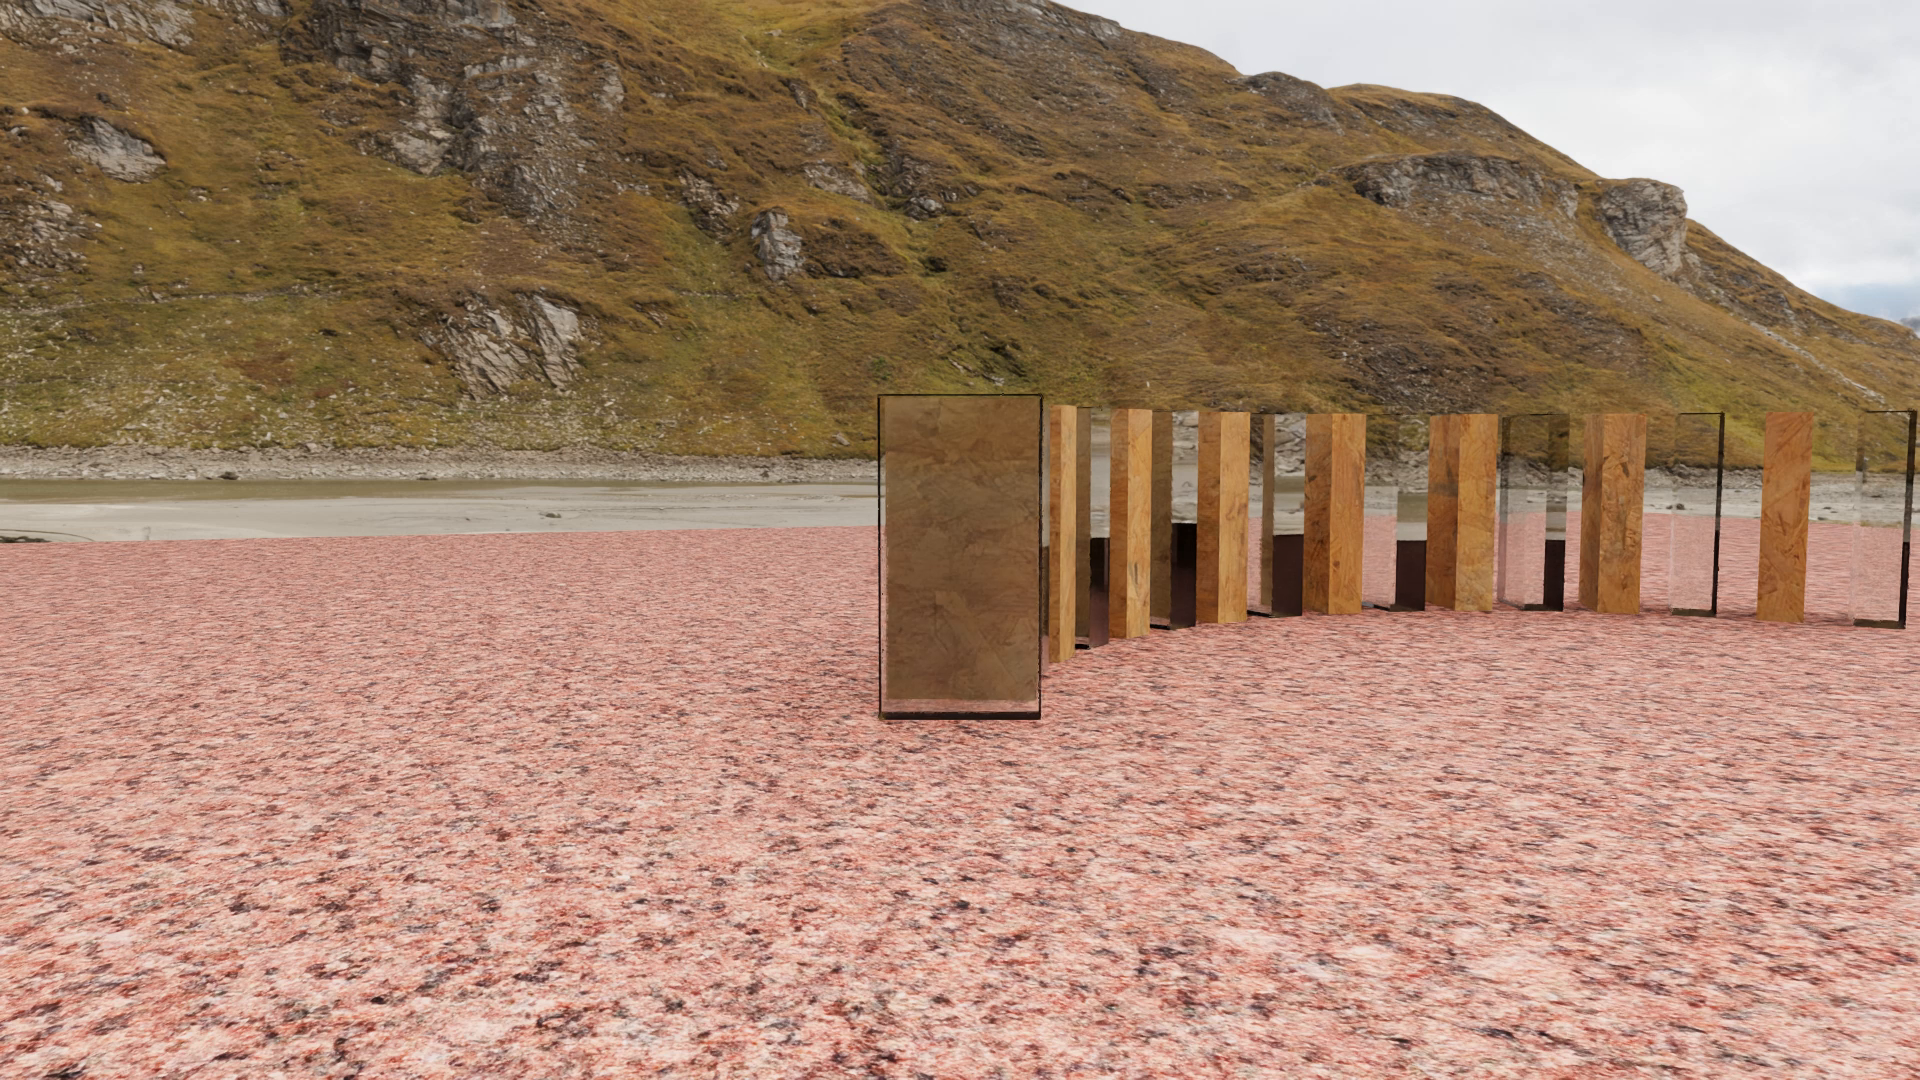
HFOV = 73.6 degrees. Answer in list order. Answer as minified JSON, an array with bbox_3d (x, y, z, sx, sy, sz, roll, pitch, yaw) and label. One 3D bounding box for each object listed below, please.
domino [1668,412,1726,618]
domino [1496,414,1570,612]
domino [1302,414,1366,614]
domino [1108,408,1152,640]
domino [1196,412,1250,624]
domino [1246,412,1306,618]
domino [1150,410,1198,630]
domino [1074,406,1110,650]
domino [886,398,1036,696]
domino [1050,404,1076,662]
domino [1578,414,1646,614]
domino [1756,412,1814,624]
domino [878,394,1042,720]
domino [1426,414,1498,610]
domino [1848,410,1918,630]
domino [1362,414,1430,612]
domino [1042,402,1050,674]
[{"bbox_3d":[0.187,-0.007,0.326,0.010,0.050,0.025,2,5,27],"label":"domino"},{"bbox_3d":[0.150,-0.008,0.337,0.010,0.050,0.025,1,4,8],"label":"domino"},{"bbox_3d":[0.093,-0.007,0.332,0.010,0.050,0.025,-1,4,-17],"label":"domino"},{"bbox_3d":[0.030,-0.004,0.290,0.025,0.050,0.010,4,6,40],"label":"domino"},{"bbox_3d":[0.058,-0.006,0.315,0.009,0.050,0.025,-3,5,-33],"label":"domino"},{"bbox_3d":[0.075,-0.007,0.325,0.010,0.050,0.025,-2,5,-26],"label":"domino"},{"bbox_3d":[0.043,-0.005,0.303,0.010,0.050,0.025,-4,6,-42],"label":"domino"},{"bbox_3d":[0.019,-0.003,0.274,0.025,0.050,0.010,3,5,31],"label":"domino"},{"bbox_3d":[0.000,0.001,0.220,0.025,0.050,0.010,0,4,4],"label":"domino"},{"bbox_3d":[0.010,-0.002,0.257,0.025,0.050,0.010,2,5,23],"label":"domino"},{"bbox_3d":[0.169,-0.007,0.333,0.009,0.050,0.025,1,4,16],"label":"domino"},{"bbox_3d":[0.203,-0.006,0.316,0.010,0.050,0.025,3,5,33],"label":"domino"},{"bbox_3d":[0.000,0.002,0.201,0.025,0.050,0.010,0,4,0],"label":"domino"},{"bbox_3d":[0.131,-0.008,0.338,0.009,0.050,0.025,0,4,-1],"label":"domino"},{"bbox_3d":[0.219,-0.005,0.305,0.009,0.050,0.025,3,5,32],"label":"domino"},{"bbox_3d":[0.112,-0.008,0.336,0.010,0.050,0.025,-1,4,-9],"label":"domino"},{"bbox_3d":[0.003,0.000,0.239,0.025,0.050,0.009,1,4,15],"label":"domino"}]
